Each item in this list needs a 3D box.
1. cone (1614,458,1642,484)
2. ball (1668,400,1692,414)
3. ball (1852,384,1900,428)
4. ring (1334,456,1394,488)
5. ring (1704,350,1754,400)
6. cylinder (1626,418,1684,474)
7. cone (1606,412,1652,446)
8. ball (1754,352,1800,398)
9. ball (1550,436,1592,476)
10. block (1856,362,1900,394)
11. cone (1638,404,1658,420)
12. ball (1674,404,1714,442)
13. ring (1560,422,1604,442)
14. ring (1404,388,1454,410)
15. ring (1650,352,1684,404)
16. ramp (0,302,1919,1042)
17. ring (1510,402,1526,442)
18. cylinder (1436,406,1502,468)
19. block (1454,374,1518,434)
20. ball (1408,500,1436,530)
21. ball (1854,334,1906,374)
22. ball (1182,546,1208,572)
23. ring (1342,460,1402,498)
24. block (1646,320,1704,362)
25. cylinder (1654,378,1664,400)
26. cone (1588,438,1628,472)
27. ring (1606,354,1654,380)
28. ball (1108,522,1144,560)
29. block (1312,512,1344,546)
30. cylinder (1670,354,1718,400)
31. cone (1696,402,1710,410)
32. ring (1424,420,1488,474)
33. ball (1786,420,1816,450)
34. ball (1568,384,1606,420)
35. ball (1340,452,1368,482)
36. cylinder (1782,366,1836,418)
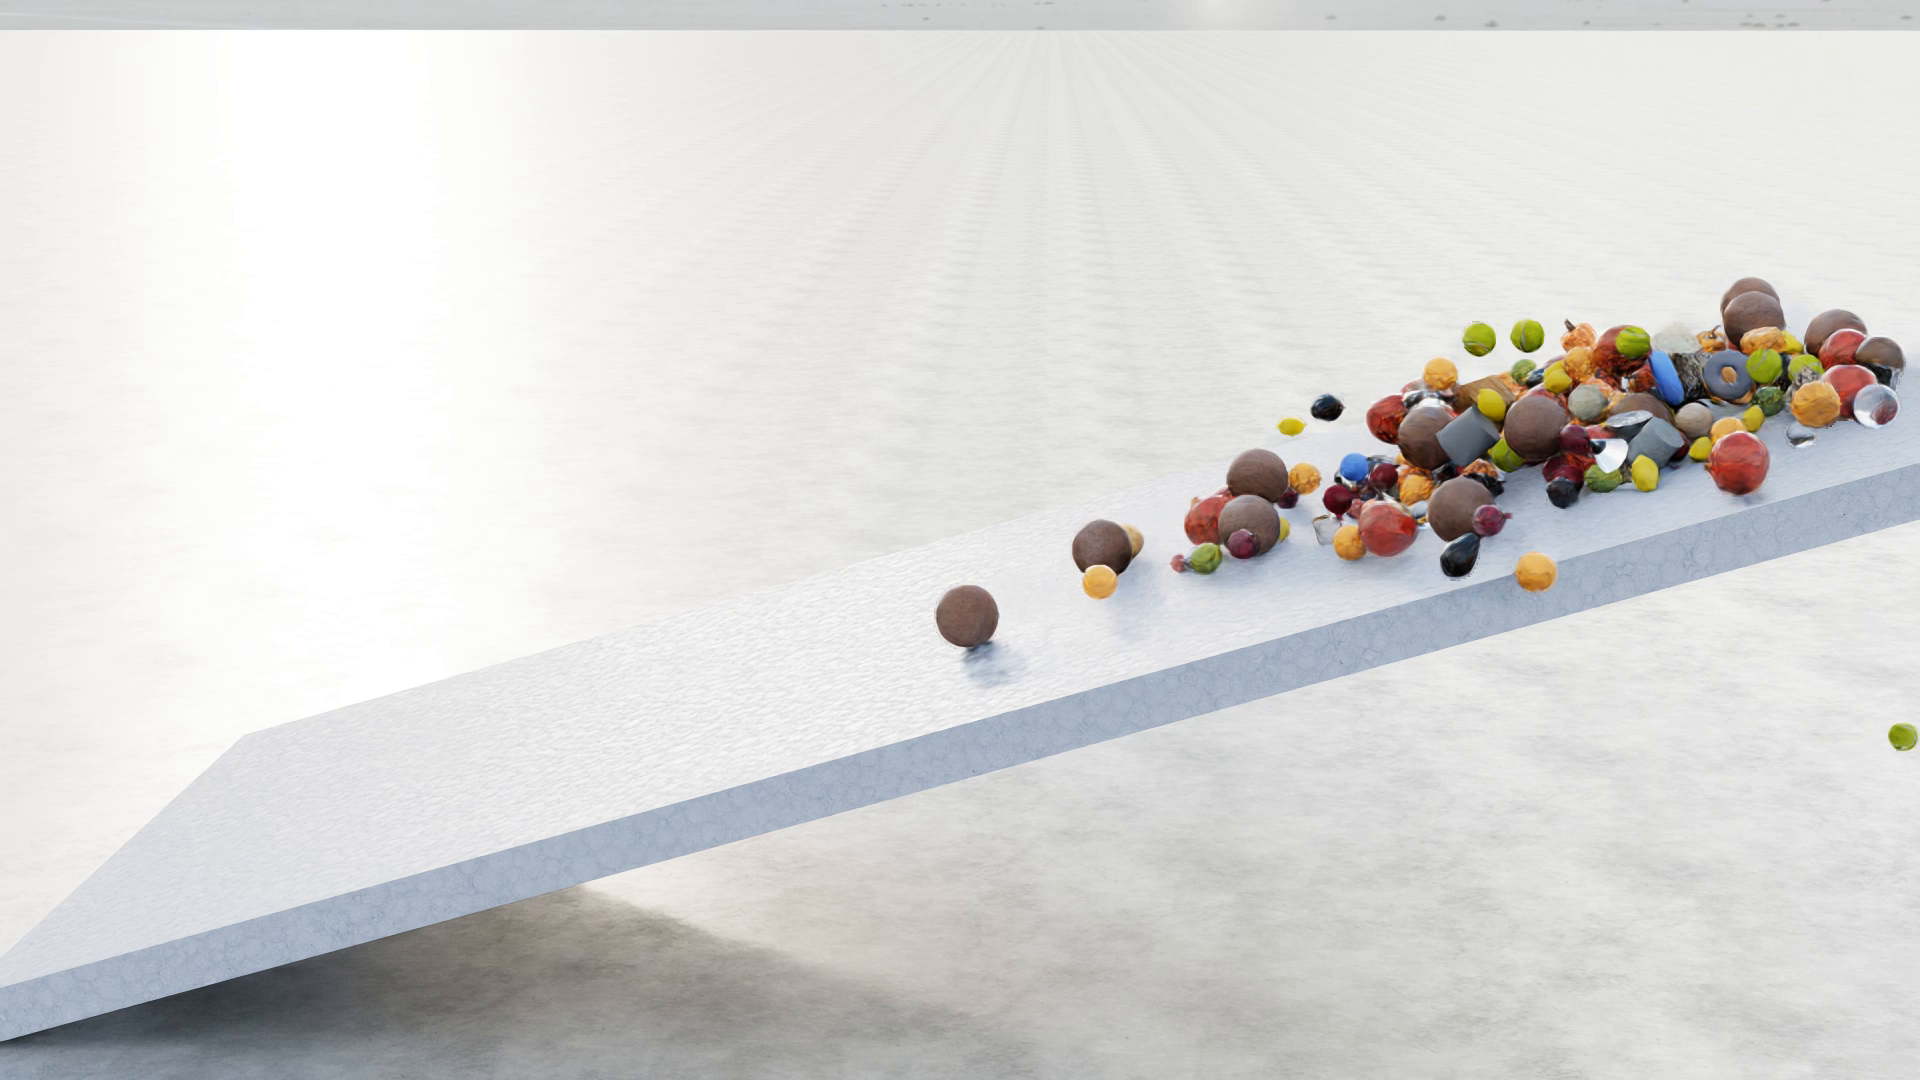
[{"bbox_3d":[1.293,-0.142,5.726,0.053,0.053,0.053,-16,10,3],"label":"cone"},{"bbox_3d":[1.516,-0.287,6.189,0.050,0.050,0.050,0,11,0],"label":"ball"},{"bbox_3d":[1.726,-0.252,5.542,0.084,0.084,0.084,0,11,0],"label":"ball"},{"bbox_3d":[0.890,-0.149,6.455,0.143,0.048,0.143,-16,9,3],"label":"ring"},{"bbox_3d":[1.538,-0.330,5.881,0.103,0.103,0.034,7,14,32],"label":"ring"},{"bbox_3d":[1.346,-0.182,5.703,0.078,0.078,0.078,24,37,-19],"label":"cylinder"},{"bbox_3d":[1.320,-0.196,5.769,0.090,0.090,0.090,-13,16,4],"label":"cone"},{"bbox_3d":[1.679,-0.338,6.036,0.093,0.093,0.093,0,11,0],"label":"ball"},{"bbox_3d":[1.229,-0.170,5.912,0.081,0.081,0.081,0,11,0],"label":"ball"},{"bbox_3d":[1.791,-0.310,5.738,0.060,0.060,0.060,16,14,28],"label":"block"},{"bbox_3d":[1.444,-0.243,6.120,0.066,0.066,0.066,17,16,21],"label":"cone"},{"bbox_3d":[1.454,-0.232,5.827,0.078,0.078,0.078,0,11,0],"label":"ball"},{"bbox_3d":[1.315,-0.224,6.227,0.093,0.031,0.093,-15,9,2],"label":"ring"},{"bbox_3d":[1.006,-0.302,6.311,0.111,0.037,0.111,-5,-5,0],"label":"ring"},{"bbox_3d":[1.416,-0.325,5.894,0.039,0.116,0.116,-24,7,10],"label":"ring"},{"bbox_3d":[0.088,0.188,6.322,4.000,0.100,2.000,-16,10,5],"label":"ramp"},{"bbox_3d":[1.184,-0.249,6.237,0.029,0.086,0.086,-5,10,9],"label":"ring"},{"bbox_3d":[1.016,-0.206,5.871,0.090,0.090,0.090,-41,-6,23],"label":"cylinder"},{"bbox_3d":[1.130,-0.283,6.322,0.090,0.090,0.090,-20,49,-22],"label":"block"},{"bbox_3d":[0.915,-0.049,5.823,0.056,0.056,0.056,0,11,0],"label":"ball"},{"bbox_3d":[1.853,-0.364,5.924,0.097,0.097,0.097,0,11,0],"label":"ball"},{"bbox_3d":[0.485,0.040,6.045,0.053,0.053,0.053,0,11,0],"label":"ball"},{"bbox_3d":[0.890,-0.132,6.321,0.143,0.048,0.143,-14,18,5],"label":"ring"},{"bbox_3d":[1.513,-0.397,6.228,0.084,0.084,0.084,-34,-25,-3],"label":"block"},{"bbox_3d":[1.554,-0.352,6.393,0.083,0.083,0.083,-16,8,11],"label":"cylinder"},{"bbox_3d":[1.216,-0.176,5.589,0.072,0.072,0.072,25,-3,-30],"label":"cone"},{"bbox_3d":[1.445,-0.373,6.326,0.108,0.036,0.108,9,15,-2],"label":"ring"},{"bbox_3d":[0.360,0.002,6.383,0.081,0.081,0.081,0,11,0],"label":"ball"},{"bbox_3d":[0.747,-0.022,5.960,0.052,0.052,0.052,-15,10,10],"label":"block"},{"bbox_3d":[1.508,-0.335,6.020,0.094,0.094,0.094,-1,10,-15],"label":"cylinder"},{"bbox_3d":[1.538,-0.256,6.057,0.050,0.050,0.050,12,1,-40],"label":"cone"},{"bbox_3d":[1.047,-0.195,6.218,0.146,0.146,0.049,10,55,43],"label":"ring"},{"bbox_3d":[1.590,-0.199,5.554,0.055,0.055,0.055,0,11,0],"label":"ball"},{"bbox_3d":[1.286,-0.282,6.031,0.076,0.076,0.076,0,11,0],"label":"ball"},{"bbox_3d":[0.831,-0.153,6.204,0.062,0.062,0.062,0,11,0],"label":"ball"},{"bbox_3d":[1.674,-0.293,5.794,0.075,0.075,0.075,27,15,-8],"label":"cylinder"}]
